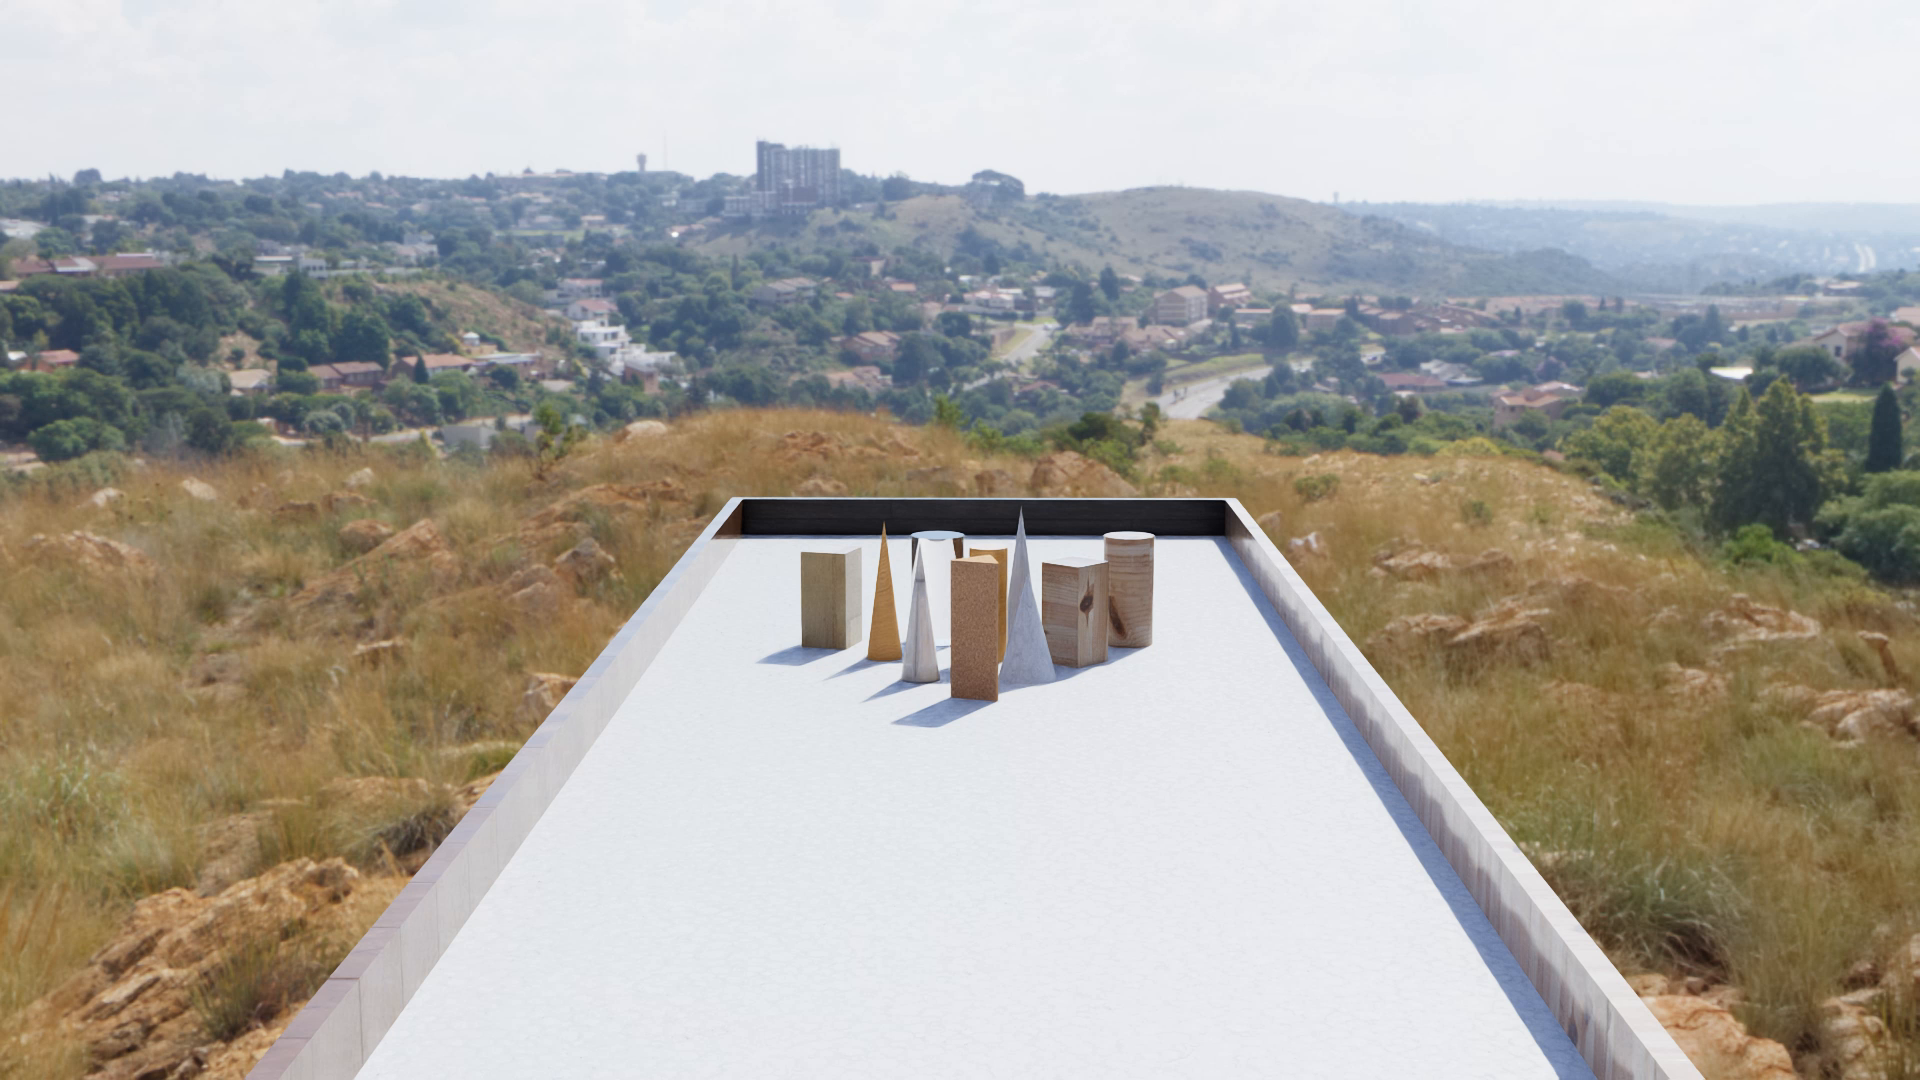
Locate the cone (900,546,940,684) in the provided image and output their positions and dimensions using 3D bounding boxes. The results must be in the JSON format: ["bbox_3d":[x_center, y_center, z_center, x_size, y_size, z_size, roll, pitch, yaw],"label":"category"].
[{"bbox_3d":[-0.116,0.204,6.405,0.116,0.411,0.116,0,9,0],"label":"cone"}]

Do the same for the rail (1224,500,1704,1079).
[{"bbox_3d":[1.046,0.843,3.208,0.050,0.150,12.000,0,9,1],"label":"rail"}]

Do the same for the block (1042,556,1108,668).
[{"bbox_3d":[0.348,0.217,6.655,0.144,0.307,0.144,8,12,42],"label":"block"}]

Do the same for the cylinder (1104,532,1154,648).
[{"bbox_3d":[0.530,0.156,6.923,0.158,0.345,0.158,0,9,0],"label":"cylinder"}]

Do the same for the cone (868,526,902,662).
[{"bbox_3d":[-0.230,0.149,6.702,0.109,0.427,0.109,0,9,0],"label":"cone"}]

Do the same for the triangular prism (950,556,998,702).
[{"bbox_3d":[0.061,0.245,6.208,0.141,0.392,0.122,4,10,21],"label":"triangular prism"}]

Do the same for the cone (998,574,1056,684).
[{"bbox_3d":[0.198,0.249,6.429,0.172,0.317,0.172,0,9,0],"label":"cone"}]

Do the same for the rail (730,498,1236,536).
[{"bbox_3d":[0.099,-0.098,9.147,2.100,0.150,0.050,0,9,1],"label":"rail"}]

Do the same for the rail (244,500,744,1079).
[{"bbox_3d":[-1.004,0.839,3.234,0.050,0.150,12.000,0,9,1],"label":"rail"}]

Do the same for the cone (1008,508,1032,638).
[{"bbox_3d":[0.192,0.109,6.918,0.123,0.439,0.123,0,9,0],"label":"cone"}]

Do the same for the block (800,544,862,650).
[{"bbox_3d":[-0.404,0.178,6.919,0.149,0.303,0.149,3,9,17],"label":"block"}]

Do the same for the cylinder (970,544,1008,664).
[{"bbox_3d":[0.087,0.193,6.677,0.118,0.349,0.118,0,9,0],"label":"cylinder"}]

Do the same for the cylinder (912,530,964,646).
[{"bbox_3d":[-0.071,0.152,6.968,0.168,0.339,0.168,0,9,0],"label":"cylinder"}]
